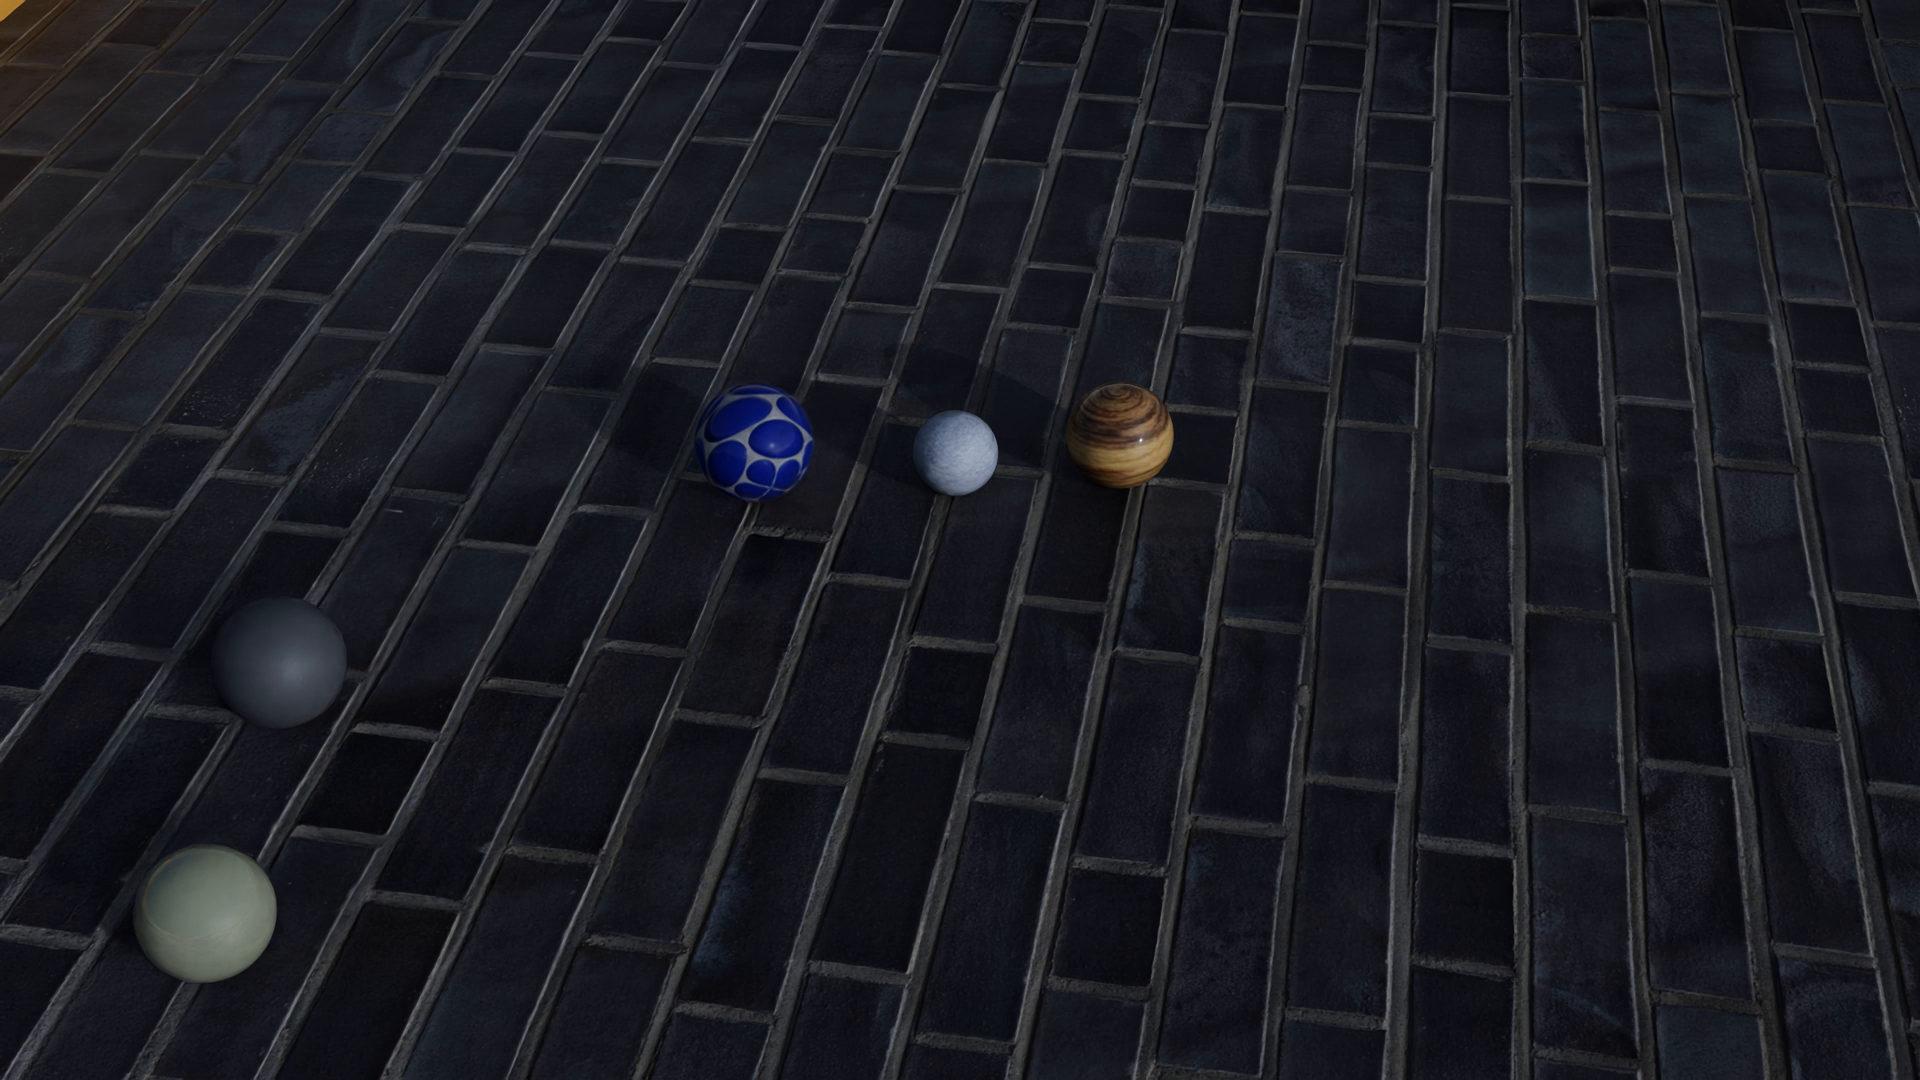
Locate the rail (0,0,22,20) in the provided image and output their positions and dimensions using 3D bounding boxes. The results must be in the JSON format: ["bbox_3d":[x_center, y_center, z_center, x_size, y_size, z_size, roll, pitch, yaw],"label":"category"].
[{"bbox_3d":[-1.036,-0.120,1.854,0.045,0.109,2.246,6,36,8],"label":"rail"}]

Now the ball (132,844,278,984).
[{"bbox_3d":[-0.419,0.207,1.423,0.077,0.077,0.077,0,35,0],"label":"ball"}]

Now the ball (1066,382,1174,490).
[{"bbox_3d":[0.113,-0.074,1.819,0.076,0.076,0.076,0,35,0],"label":"ball"}]

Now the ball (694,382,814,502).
[{"bbox_3d":[-0.144,-0.069,1.804,0.084,0.084,0.084,0,35,0],"label":"ball"}]

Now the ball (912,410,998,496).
[{"bbox_3d":[-0.003,-0.061,1.814,0.061,0.061,0.061,0,35,0],"label":"ball"}]

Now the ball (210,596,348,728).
[{"bbox_3d":[-0.425,0.076,1.602,0.083,0.083,0.083,0,35,0],"label":"ball"}]
